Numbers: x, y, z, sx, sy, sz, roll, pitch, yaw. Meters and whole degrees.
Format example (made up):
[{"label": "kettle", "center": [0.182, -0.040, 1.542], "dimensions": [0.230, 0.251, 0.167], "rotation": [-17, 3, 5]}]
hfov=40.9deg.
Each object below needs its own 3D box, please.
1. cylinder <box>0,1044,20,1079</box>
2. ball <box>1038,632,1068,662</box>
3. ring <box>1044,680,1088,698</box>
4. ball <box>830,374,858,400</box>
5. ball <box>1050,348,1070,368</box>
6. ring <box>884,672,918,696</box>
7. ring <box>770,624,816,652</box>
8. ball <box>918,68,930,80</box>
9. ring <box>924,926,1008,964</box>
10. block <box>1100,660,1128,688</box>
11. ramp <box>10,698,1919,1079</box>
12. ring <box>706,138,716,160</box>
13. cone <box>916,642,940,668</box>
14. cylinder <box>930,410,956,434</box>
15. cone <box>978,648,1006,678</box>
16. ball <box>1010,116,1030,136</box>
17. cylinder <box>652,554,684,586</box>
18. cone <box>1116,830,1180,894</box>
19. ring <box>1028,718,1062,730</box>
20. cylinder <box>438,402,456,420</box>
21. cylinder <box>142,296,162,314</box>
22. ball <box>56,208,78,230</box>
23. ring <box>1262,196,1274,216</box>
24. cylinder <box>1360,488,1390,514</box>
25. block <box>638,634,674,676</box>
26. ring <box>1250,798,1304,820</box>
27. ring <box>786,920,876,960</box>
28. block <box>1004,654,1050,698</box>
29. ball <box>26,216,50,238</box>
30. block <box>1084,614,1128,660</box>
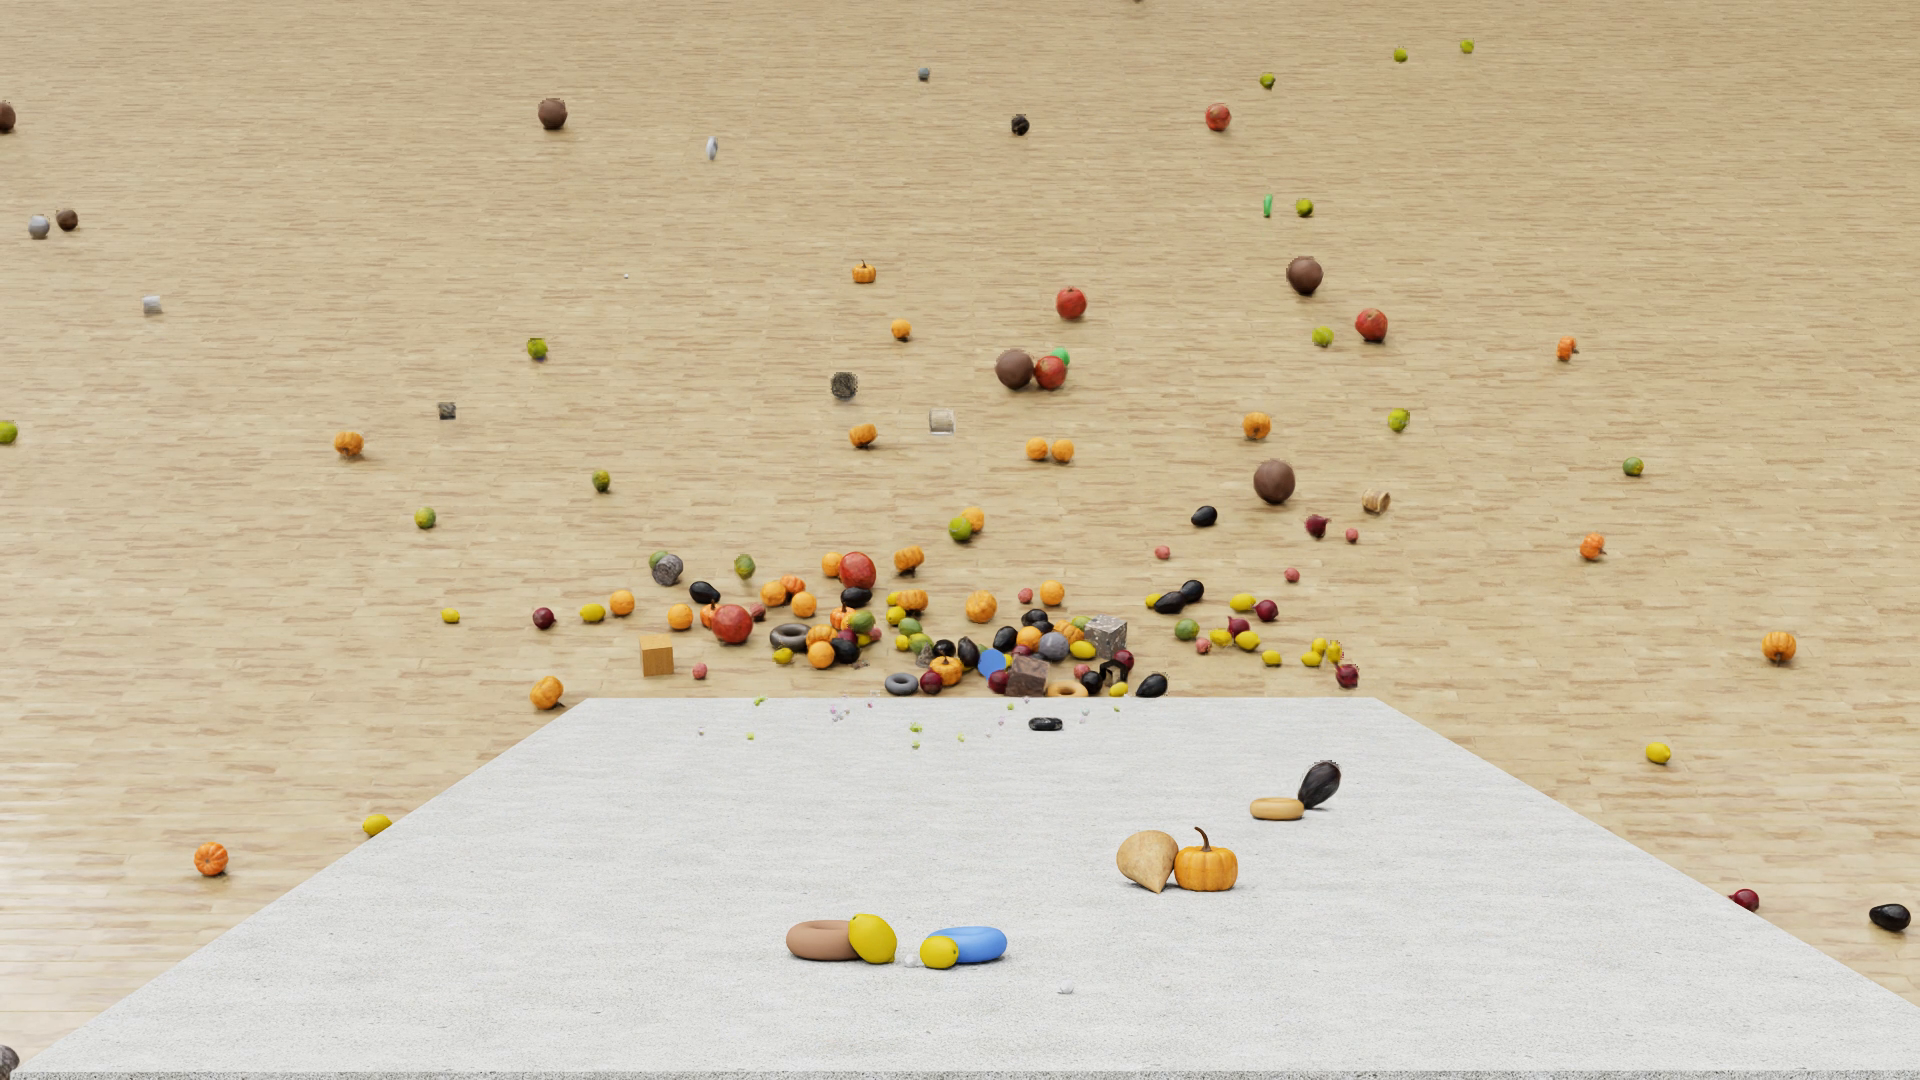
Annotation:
[{"label": "cylinder", "center": [-1.957, 1.074, 5.234], "dimensions": [0.070, 0.070, 0.070], "rotation": [0, 25, -1]}, {"label": "ball", "center": [0.250, 0.287, 6.921], "dimensions": [0.081, 0.081, 0.081], "rotation": [0, 25, 0]}, {"label": "ring", "center": [0.278, 0.405, 6.717], "dimensions": [0.117, 0.039, 0.117], "rotation": [-1, 26, 0]}, {"label": "ball", "center": [-0.388, -0.514, 8.640], "dimensions": [0.090, 0.090, 0.090], "rotation": [0, 25, 0]}, {"label": "ball", "center": [0.346, -0.629, 8.912], "dimensions": [0.070, 0.070, 0.070], "rotation": [0, 25, 0]}, {"label": "ring", "center": [-0.154, 0.379, 6.783], "dimensions": [0.091, 0.030, 0.091], "rotation": [1, 26, 0]}, {"label": "ring", "center": [-0.455, 0.265, 7.014], "dimensions": [0.129, 0.043, 0.129], "rotation": [0, 23, 0]}, {"label": "ball", "center": [-0.174, -2.243, 12.408], "dimensions": [0.062, 0.062, 0.062], "rotation": [0, 25, 0]}, {"label": "ring", "center": [0.007, 0.491, 3.129], "dimensions": [0.102, 0.034, 0.102], "rotation": [-3, 0, 0]}, {"label": "block", "center": [0.405, 0.354, 6.810], "dimensions": [0.052, 0.052, 0.052], "rotation": [-19, 31, -35]}, {"label": "ramp", "center": [0.057, 0.513, 4.554], "dimensions": [2.000, 0.100, 4.000], "rotation": [0, 2, 0]}, {"label": "ring", "center": [-1.078, -1.697, 11.186], "dimensions": [0.031, 0.094, 0.094], "rotation": [3, 25, 7]}, {"label": "cone", "center": [-0.088, 0.301, 6.908], "dimensions": [0.065, 0.065, 0.065], "rotation": [0, 25, 0]}, {"label": "cylinder", "center": [-0.057, -0.383, 8.373], "dimensions": [0.076, 0.076, 0.076], "rotation": [3, 25, 6]}, {"label": "cone", "center": [0.086, 0.329, 6.885], "dimensions": [0.077, 0.077, 0.077], "rotation": [1, -2, 2]}, {"label": "ball", "center": [0.269, -1.856, 11.546], "dimensions": [0.084, 0.084, 0.084], "rotation": [0, 25, 0]}, {"label": "cylinder", "center": [-0.836, 0.085, 7.371], "dimensions": [0.069, 0.069, 0.069], "rotation": [7, 26, 15]}, {"label": "cone", "center": [0.272, 0.472, 3.629], "dimensions": [0.091, 0.091, 0.091], "rotation": [-3, 29, -6]}, {"label": "ring", "center": [0.192, 0.412, 5.775], "dimensions": [0.079, 0.026, 0.079], "rotation": [1, 1, 0]}, {"label": "cylinder", "center": [-1.690, -0.423, 8.485], "dimensions": [0.053, 0.053, 0.053], "rotation": [-7, 26, -16]}, {"label": "cylinder", "center": [-2.958, -0.862, 9.425], "dimensions": [0.060, 0.060, 0.060], "rotation": [-9, 26, -20]}, {"label": "ball", "center": [-3.568, -1.281, 10.302], "dimensions": [0.086, 0.086, 0.086], "rotation": [0, 25, 0]}, {"label": "ring", "center": [1.252, -1.358, 10.474], "dimensions": [0.028, 0.083, 0.083], "rotation": [23, 30, 12]}, {"label": "cylinder", "center": [1.259, -0.117, 7.815], "dimensions": [0.063, 0.063, 0.063], "rotation": [19, 31, 35]}, {"label": "block", "center": [-0.810, 0.307, 6.878], "dimensions": [0.080, 0.080, 0.080], "rotation": [-6, 25, -12]}, {"label": "ring", "center": [0.536, 0.454, 4.355], "dimensions": [0.094, 0.031, 0.094], "rotation": [0, 0, 0]}, {"label": "ring", "center": [-0.157, 0.489, 3.153], "dimensions": [0.111, 0.037, 0.111], "rotation": [1, 1, 0]}, {"label": "block", "center": [0.173, 0.369, 6.689], "dimensions": [0.094, 0.094, 0.094], "rotation": [13, 26, 2]}, {"label": "ball", "center": [-3.655, -1.242, 10.219], "dimensions": [0.085, 0.085, 0.085], "rotation": [0, 25, 0]}, {"label": "block", "center": [0.393, 0.262, 6.970], "dimensions": [0.084, 0.084, 0.084], "rotation": [16, 29, 31]}]
